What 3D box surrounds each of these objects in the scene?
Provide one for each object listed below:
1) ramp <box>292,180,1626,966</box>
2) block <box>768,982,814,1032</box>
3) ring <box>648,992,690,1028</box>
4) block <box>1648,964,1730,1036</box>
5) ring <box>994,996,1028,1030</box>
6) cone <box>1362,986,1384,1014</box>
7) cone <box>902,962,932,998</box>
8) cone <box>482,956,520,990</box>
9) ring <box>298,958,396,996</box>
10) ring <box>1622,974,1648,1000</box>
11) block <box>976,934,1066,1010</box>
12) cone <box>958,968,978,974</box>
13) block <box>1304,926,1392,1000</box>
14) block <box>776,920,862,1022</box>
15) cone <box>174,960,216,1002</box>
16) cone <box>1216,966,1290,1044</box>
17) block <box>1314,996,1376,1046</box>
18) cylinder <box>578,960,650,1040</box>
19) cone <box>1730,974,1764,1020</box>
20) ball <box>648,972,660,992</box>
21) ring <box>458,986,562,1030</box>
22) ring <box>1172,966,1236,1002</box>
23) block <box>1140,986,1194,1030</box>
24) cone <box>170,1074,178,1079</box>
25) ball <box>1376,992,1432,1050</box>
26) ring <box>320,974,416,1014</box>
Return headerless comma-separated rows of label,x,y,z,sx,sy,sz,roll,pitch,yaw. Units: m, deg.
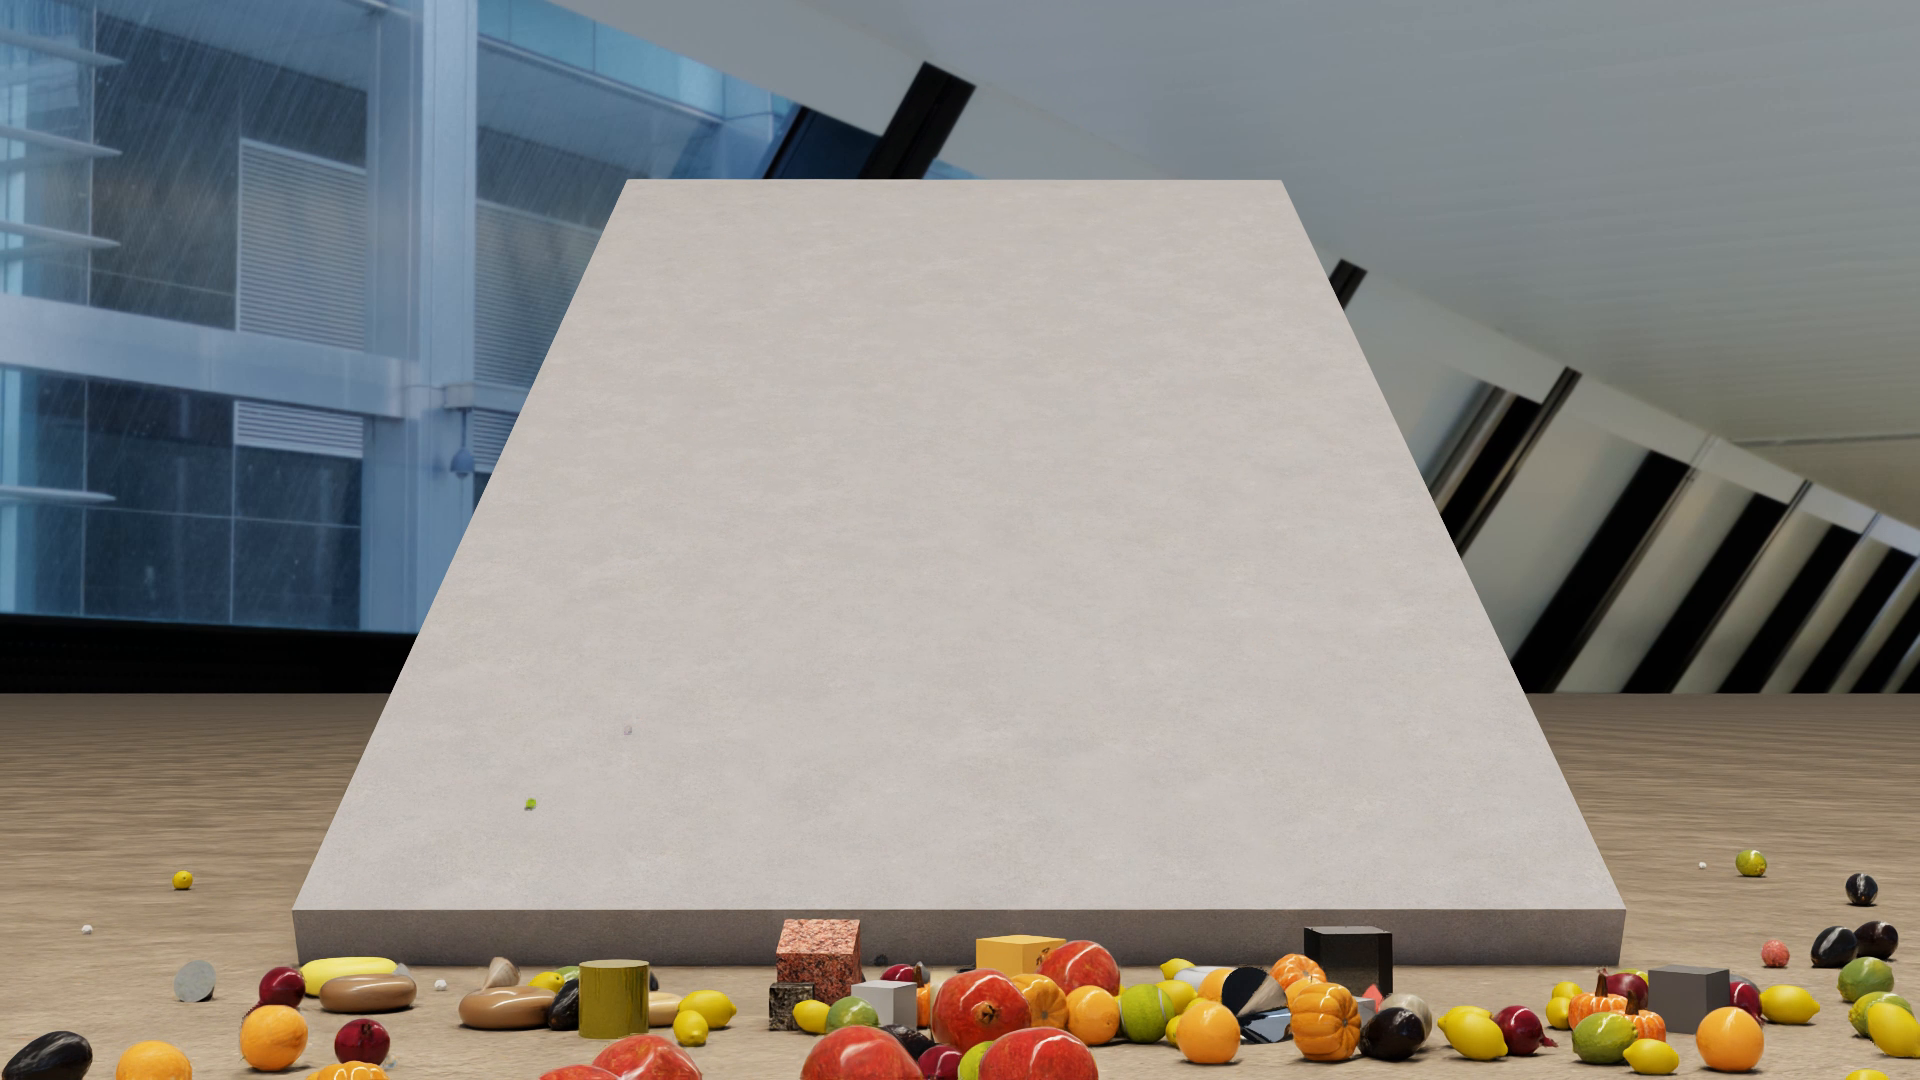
ramp,-0.008,-0.229,5.337,2.000,0.100,4.000,0,24,0
block,-0.208,0.577,2.887,0.053,0.053,0.053,0,-4,0
ring,-0.391,0.589,2.927,0.101,0.034,0.101,0,-2,0
block,0.898,0.566,2.873,0.073,0.073,0.073,-3,-5,40
ring,0.035,0.588,2.902,0.099,0.033,0.099,1,-4,0
cone,0.530,0.594,2.927,0.052,0.052,0.052,29,12,29
cone,-0.041,0.610,3.174,0.054,0.054,0.054,28,-9,-10
cone,-0.649,0.615,3.243,0.051,0.051,0.051,-2,22,32
ring,-0.841,0.602,3.212,0.137,0.046,0.137,-1,-5,0
ring,0.943,0.608,3.169,0.084,0.028,0.084,0,-5,0
block,0.082,0.575,3.109,0.085,0.085,0.085,4,-5,-45
cone,-0.005,0.597,3.013,0.066,0.066,0.066,3,-32,-42
block,0.522,0.572,3.139,0.094,0.094,0.094,0,-4,-7
block,-0.178,0.547,2.963,0.096,0.096,0.096,0,17,3
cone,-1.025,0.608,3.161,0.059,0.059,0.059,-1,-30,8
cone,0.332,0.578,2.814,0.096,0.096,0.096,2,-31,-29
block,0.457,0.571,2.770,0.051,0.051,0.051,3,-5,-44
cylinder,-0.421,0.558,2.837,0.085,0.085,0.085,0,-4,0
cone,0.972,0.593,2.949,0.064,0.064,0.064,-3,22,44
ball,-0.420,0.585,3.038,0.056,0.056,0.056,0,-4,0
ring,-0.562,0.585,2.915,0.127,0.042,0.127,-1,-3,0
ring,0.347,0.602,3.163,0.116,0.039,0.116,1,-4,0
block,0.258,0.588,2.903,0.059,0.059,0.059,0,-3,-2
cone,-0.743,0.542,2.155,0.069,0.069,0.069,-28,10,-26
ball,0.518,0.561,2.719,0.065,0.065,0.065,0,-4,0
ring,-0.776,0.594,3.058,0.125,0.042,0.125,-1,-4,0
